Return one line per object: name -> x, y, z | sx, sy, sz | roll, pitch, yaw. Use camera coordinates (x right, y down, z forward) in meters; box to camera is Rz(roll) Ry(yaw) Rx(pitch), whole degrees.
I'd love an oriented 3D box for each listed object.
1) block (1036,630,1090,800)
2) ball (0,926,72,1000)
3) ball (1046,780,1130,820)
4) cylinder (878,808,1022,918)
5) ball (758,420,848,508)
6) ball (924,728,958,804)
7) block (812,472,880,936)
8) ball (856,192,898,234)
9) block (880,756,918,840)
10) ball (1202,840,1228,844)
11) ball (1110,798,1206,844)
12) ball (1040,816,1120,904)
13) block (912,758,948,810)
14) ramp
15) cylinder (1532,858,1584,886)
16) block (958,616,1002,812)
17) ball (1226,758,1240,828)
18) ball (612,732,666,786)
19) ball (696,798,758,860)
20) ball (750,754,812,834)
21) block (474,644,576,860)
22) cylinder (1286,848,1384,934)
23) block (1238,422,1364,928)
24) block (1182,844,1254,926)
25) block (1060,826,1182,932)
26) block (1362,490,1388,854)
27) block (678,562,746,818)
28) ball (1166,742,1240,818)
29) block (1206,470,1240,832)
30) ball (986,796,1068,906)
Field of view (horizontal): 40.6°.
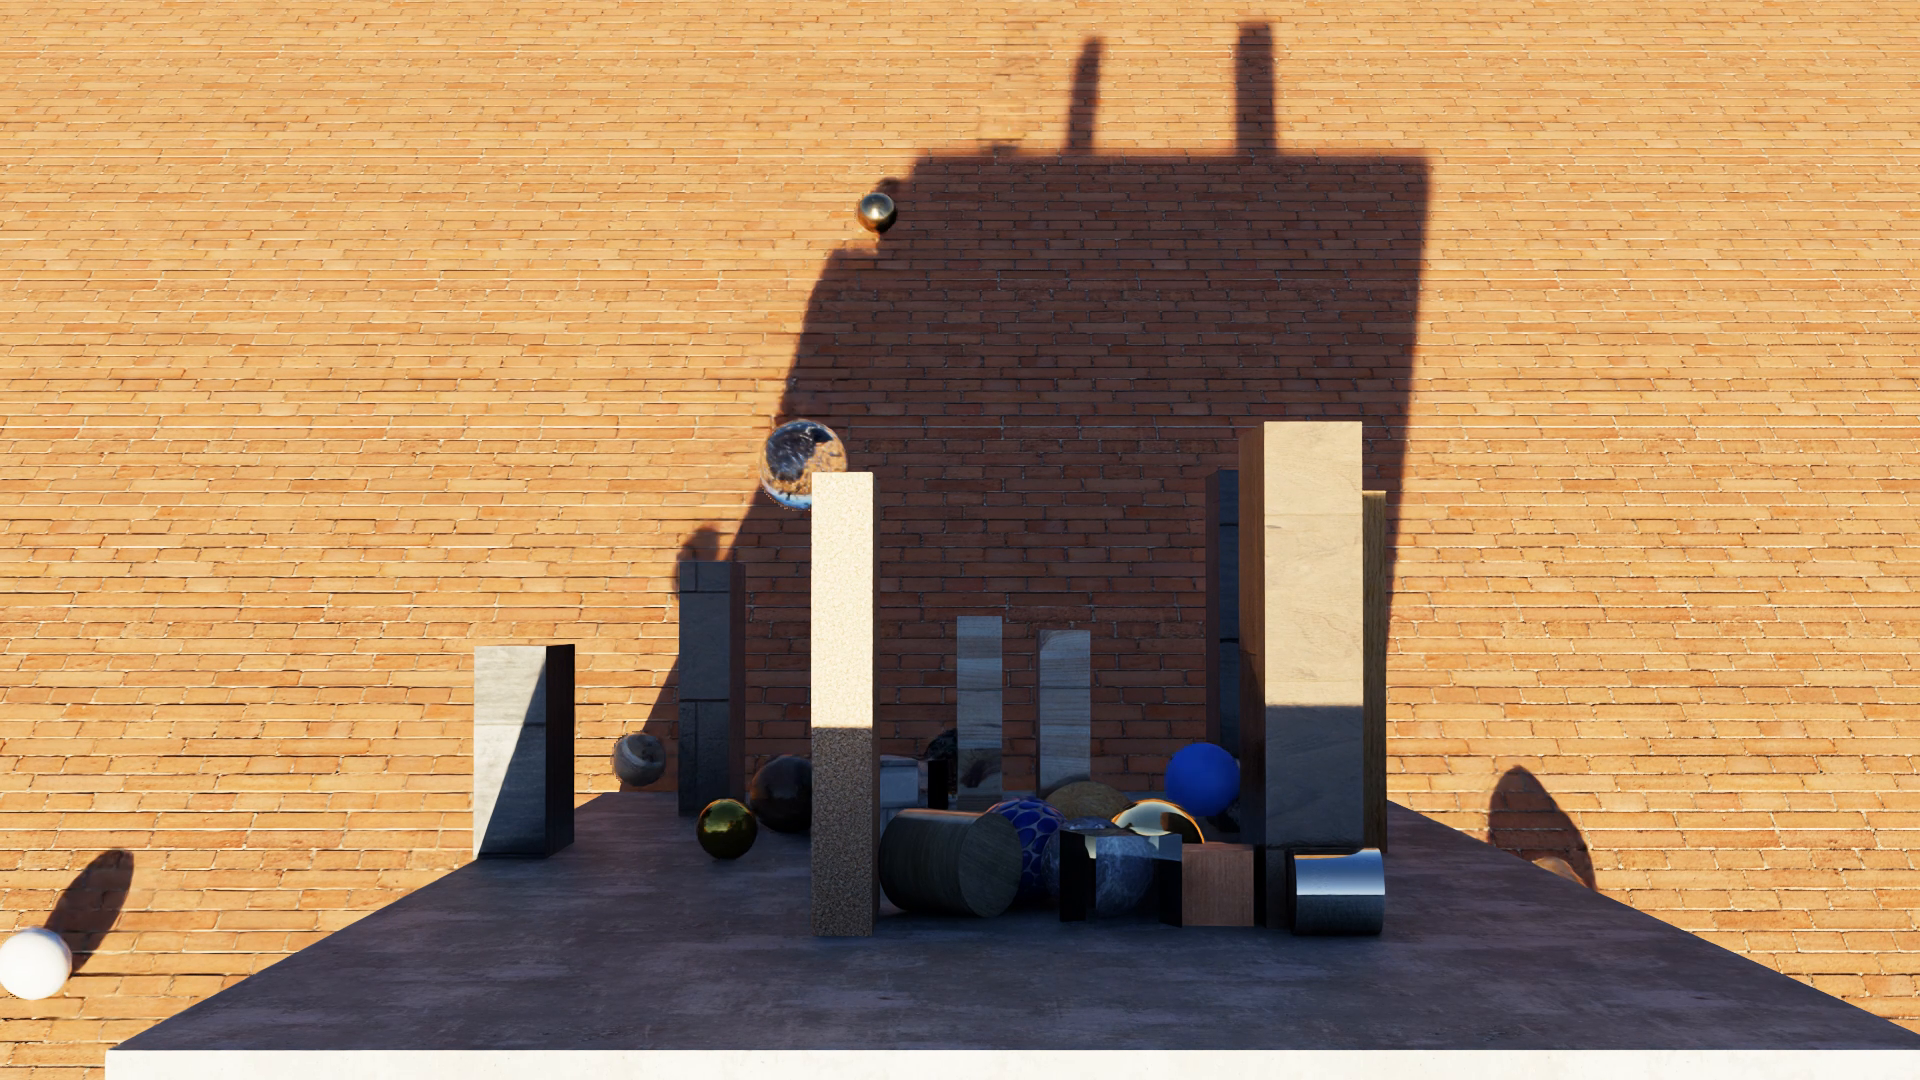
block -> 0.180, 0.379, 4.571 | 0.086, 0.441, 0.264 | 0, -2, 0
ball -> -2.233, 1.022, 6.263 | 0.174, 0.174, 0.174 | 0, 34, 0
ball -> 0.213, 0.497, 4.341 | 0.189, 0.189, 0.189 | 0, 34, 0
cylinder -> -0.015, 0.505, 4.075 | 0.162, 0.162, 0.162 | -1, 27, 39
ball -> -0.339, -0.164, 5.606 | 0.193, 0.193, 0.193 | 0, 34, 0
ball -> -0.001, 0.556, 6.382 | 0.185, 0.185, 0.185 | 0, 34, 0
block -> -0.173, 0.245, 3.992 | 0.089, 0.678, 0.385 | 0, -2, 0
ball -> -0.306, -1.203, 9.548 | 0.150, 0.150, 0.150 | 0, 34, 0
block -> -0.195, 0.533, 5.313 | 0.172, 0.172, 0.172 | 1, -2, -19
ball -> 0.401, 0.530, 4.084 | 0.113, 0.113, 0.113 | 0, 34, 0
ball -> 0.311, 0.503, 4.190 | 0.173, 0.173, 0.173 | 0, 34, 0
ball -> 0.203, 0.510, 4.069 | 0.154, 0.154, 0.154 | 0, 34, 0
block -> -0.128, 0.552, 5.623 | 0.151, 0.151, 0.151 | 1, -2, -30
ramp -> 0.076, 0.656, 4.804 | 2.000, 0.100, 4.000 | 0, -2, 0
cylinder -> 1.467, 0.923, 6.383 | 0.203, 0.203, 0.203 | -11, 36, -15
block -> 0.037, 0.381, 5.092 | 0.085, 0.464, 0.403 | 0, -2, 0
ball -> 0.642, 0.534, 5.485 | 0.180, 0.180, 0.180 | 0, 34, 0
ball -> -0.736, 0.505, 5.965 | 0.123, 0.123, 0.123 | 0, 34, 0
ball -> -0.445, 0.552, 4.958 | 0.116, 0.116, 0.116 | 0, 34, 0
ball -> -0.365, 0.541, 5.537 | 0.169, 0.169, 0.169 | 0, 34, 0
block -> -0.861, 0.412, 5.152 | 0.137, 0.407, 0.375 | 0, -2, 0
cylinder -> 0.551, 0.516, 3.819 | 0.127, 0.127, 0.127 | 0, 34, 0
block -> 0.531, 0.206, 4.073 | 0.146, 0.759, 0.364 | 0, -2, 0
block -> 0.392, 0.527, 3.971 | 0.113, 0.113, 0.113 | 0, -2, 7
block -> 0.242, 0.512, 3.927 | 0.140, 0.140, 0.140 | 1, -2, -20
block -> 0.789, 0.264, 5.291 | 0.092, 0.710, 0.408 | 0, -2, 0
block -> -0.589, 0.349, 6.193 | 0.117, 0.588, 0.443 | 0, -2, 0
ball -> 0.504, 0.498, 5.383 | 0.155, 0.155, 0.155 | 0, 34, 0
block -> 0.617, 0.242, 5.739 | 0.118, 0.778, 0.312 | 0, -2, 0
ball -> 0.102, 0.502, 4.197 | 0.175, 0.175, 0.175 | 0, 34, 0
